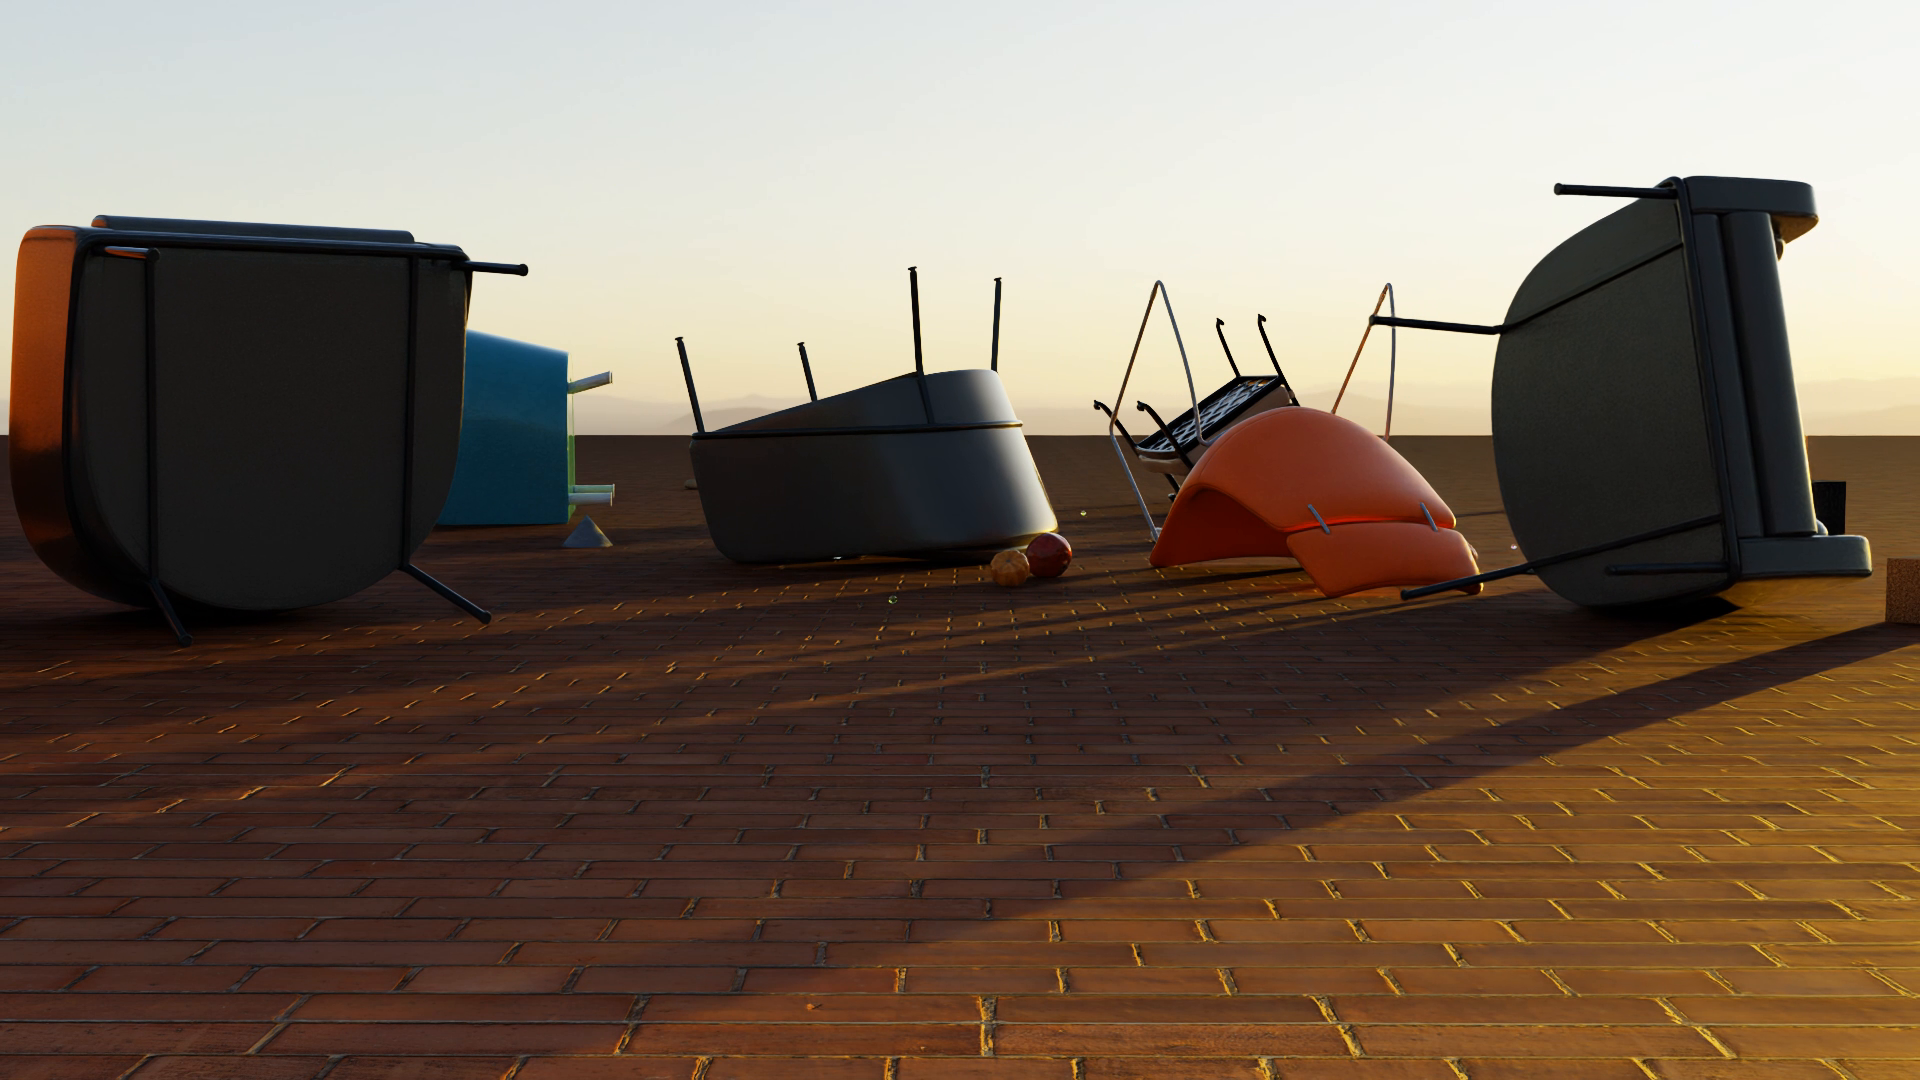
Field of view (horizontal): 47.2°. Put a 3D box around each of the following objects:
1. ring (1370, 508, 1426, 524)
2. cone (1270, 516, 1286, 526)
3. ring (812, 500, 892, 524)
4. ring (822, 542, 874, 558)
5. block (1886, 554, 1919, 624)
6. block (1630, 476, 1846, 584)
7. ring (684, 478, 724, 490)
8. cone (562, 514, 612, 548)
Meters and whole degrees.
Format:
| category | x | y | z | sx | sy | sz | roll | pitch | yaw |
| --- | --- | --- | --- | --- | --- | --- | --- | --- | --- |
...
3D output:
| category | x | y | z | sx | sy | sz | roll | pitch | yaw |
| --- | --- | --- | --- | --- | --- | --- | --- | --- | --- |
| ring | 1.469 | -0.081 | 7.372 | 0.196 | 0.049 | 0.112 | 3 | 6 | 32 |
| cone | 1.042 | -0.054 | 7.221 | 0.049 | 0.034 | 0.049 | 3 | 24 | 11 |
| ring | -0.369 | -0.095 | 7.460 | 0.223 | 0.065 | 0.470 | -3 | 5 | -25 |
| ring | -0.301 | 0.027 | 5.878 | 0.128 | 0.039 | 0.148 | 3 | 6 | 44 |
| block | 1.885 | 0.096 | 4.245 | 0.125 | 0.123 | 0.139 | -4 | 5 | -42 |
| block | 1.861 | -0.029 | 5.274 | 0.334 | 0.231 | 0.353 | -2 | 4 | -28 |
| ring | -1.152 | -0.253 | 9.916 | 0.089 | 0.045 | 0.221 | 2 | 4 | 45 |
| cone | -1.072 | -0.029 | 6.318 | 0.143 | 0.090 | 0.179 | 0 | 4 | 6 |
